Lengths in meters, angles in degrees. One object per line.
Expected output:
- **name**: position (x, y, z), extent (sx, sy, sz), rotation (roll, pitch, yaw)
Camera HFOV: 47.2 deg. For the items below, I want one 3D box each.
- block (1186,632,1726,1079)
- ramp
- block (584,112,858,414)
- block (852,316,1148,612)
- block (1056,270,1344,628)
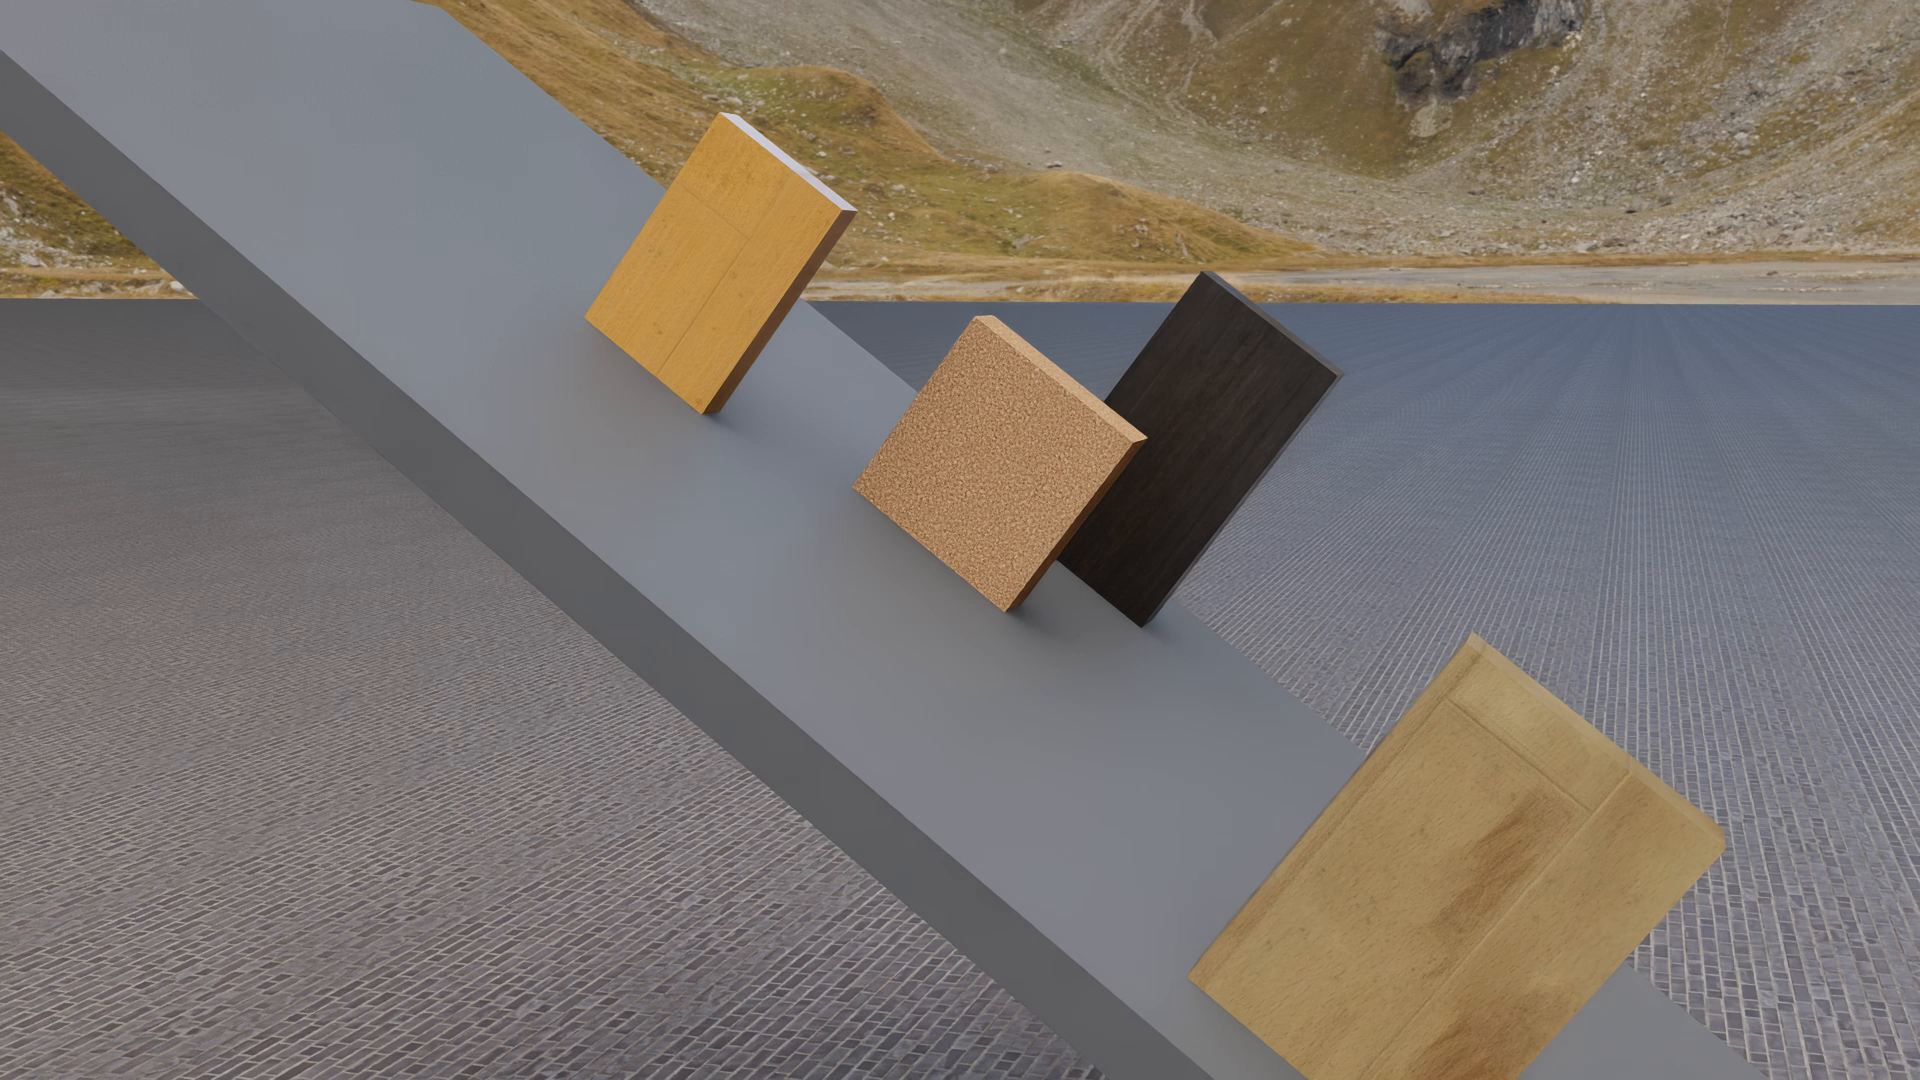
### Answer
- **block**: position (0.695, 0.518, 3.126), extent (0.436, 0.638, 0.110), rotation (39, 16, 9)
- **ramp**: position (-0.052, 0.112, 4.064), extent (4.000, 0.100, 2.000), rotation (39, 16, 9)
- **block**: position (-0.434, -0.496, 3.967), extent (0.288, 0.454, 0.082), rotation (39, 16, 9)
- **block**: position (0.073, -0.146, 4.135), extent (0.377, 0.403, 0.123), rotation (39, 16, 9)
- **block**: position (0.451, -0.188, 4.579), extent (0.349, 0.662, 0.119), rotation (39, 16, 9)
